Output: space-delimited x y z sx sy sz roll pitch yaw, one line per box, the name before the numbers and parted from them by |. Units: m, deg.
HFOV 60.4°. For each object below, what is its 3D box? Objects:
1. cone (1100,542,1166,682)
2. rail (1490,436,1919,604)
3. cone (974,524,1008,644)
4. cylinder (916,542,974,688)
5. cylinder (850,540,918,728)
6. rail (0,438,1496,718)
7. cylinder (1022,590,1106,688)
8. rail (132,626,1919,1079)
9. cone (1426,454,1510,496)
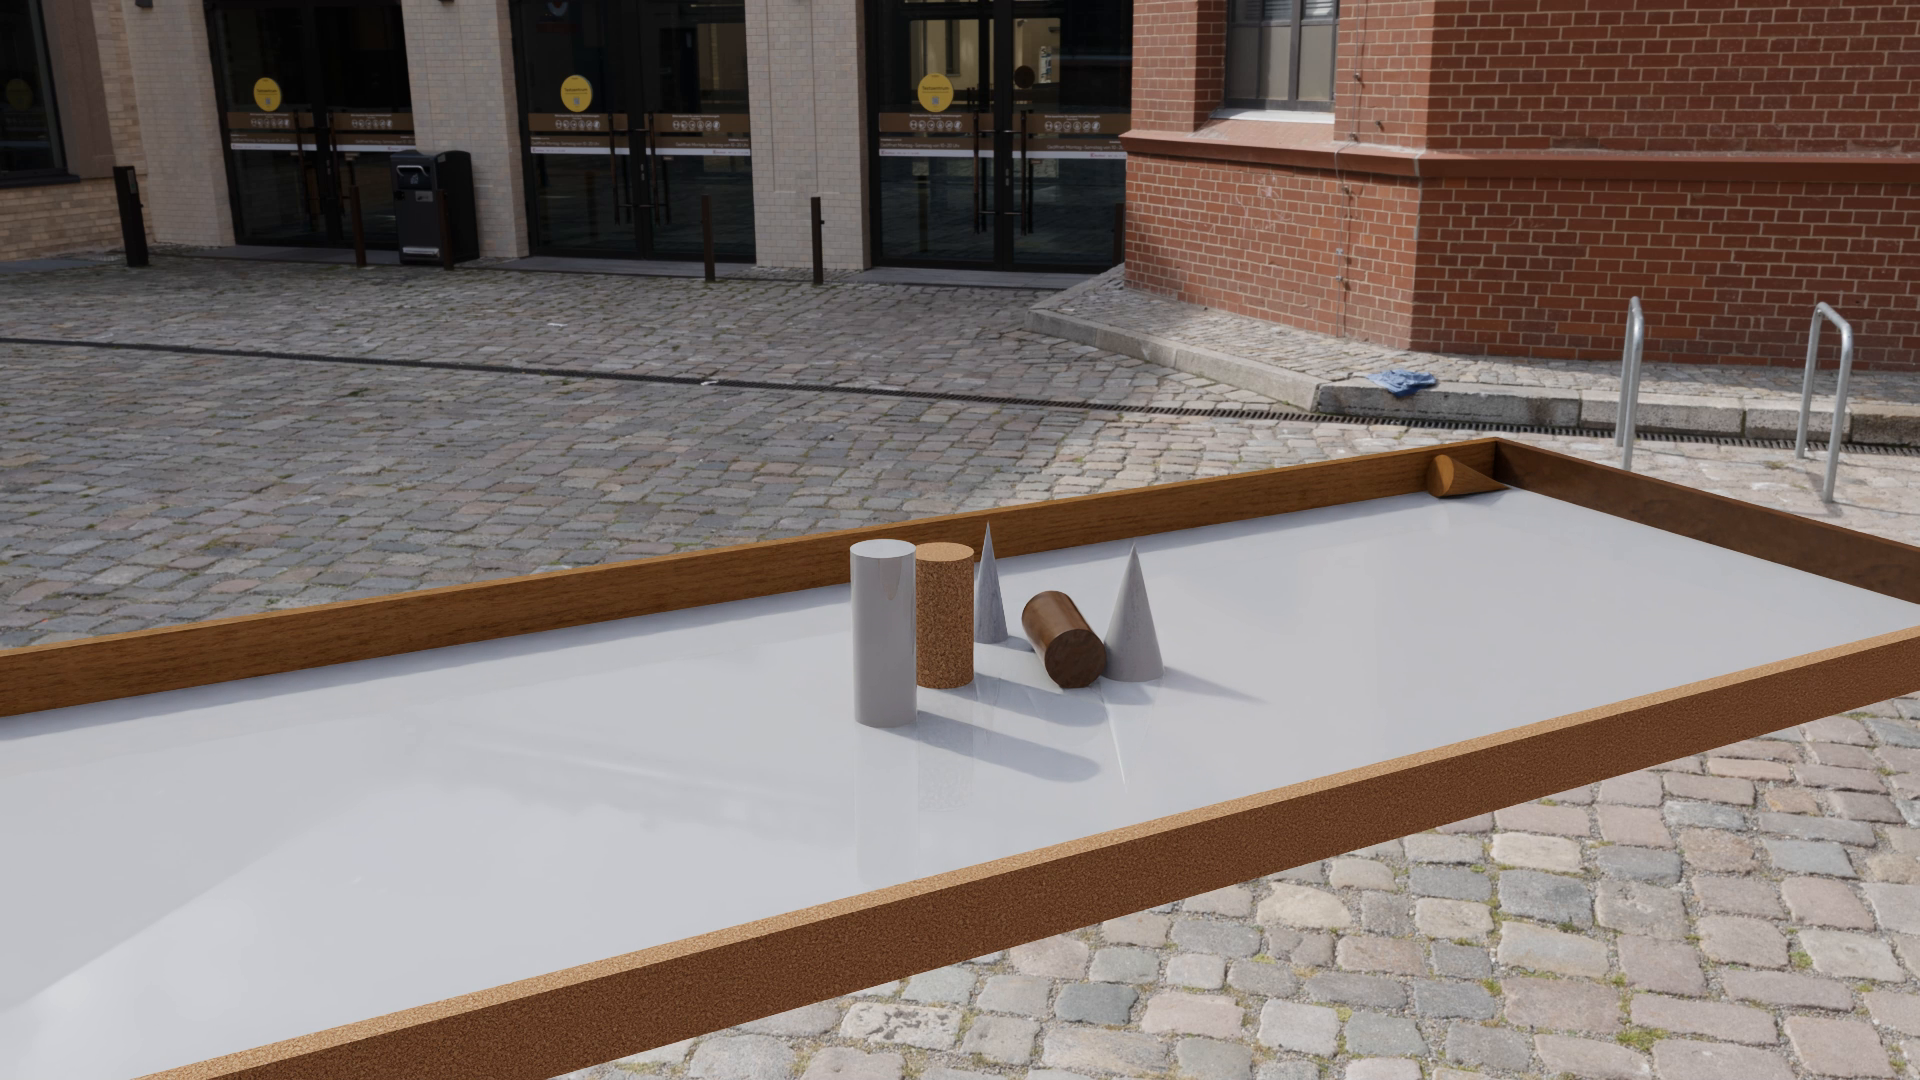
cone | 0.437 0.166 4.176 0.177 0.346 0.177 0 16 0
rail | 2.466 -0.048 5.253 0.050 0.150 2.100 -9 18 -27
cone | 0.075 0.104 4.418 0.111 0.328 0.111 0 16 0
cylinder | -0.047 0.188 4.127 0.164 0.331 0.164 0 16 0
cylinder | -0.178 0.219 3.873 0.153 0.416 0.153 0 16 0
rail | -3.305 0.497 3.399 12.000 0.150 0.050 -9 18 -27
cylinder | 0.262 0.251 4.226 0.155 0.155 0.311 -2 17 -8
rail | -2.336 1.006 1.665 12.000 0.150 0.050 -9 18 -27
cone | 1.854 -0.207 5.928 0.320 0.152 0.152 8 13 -22
